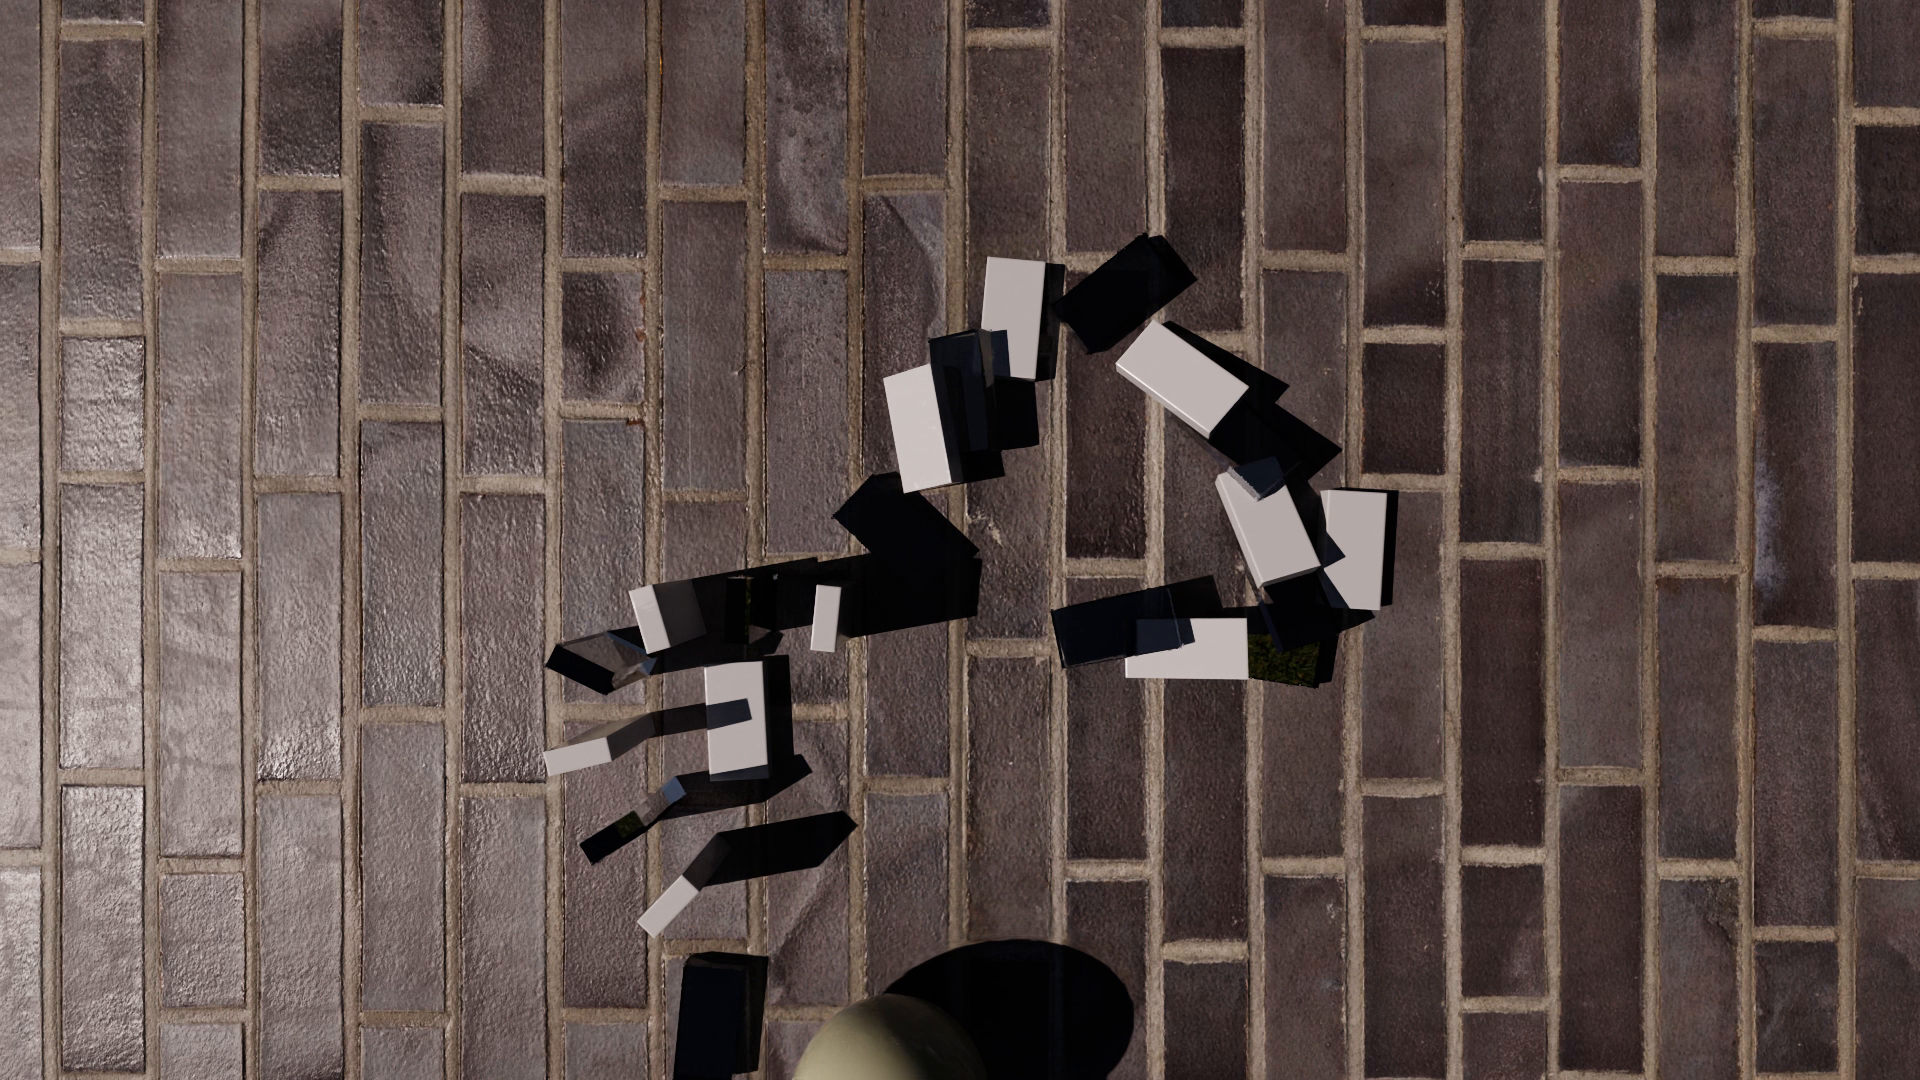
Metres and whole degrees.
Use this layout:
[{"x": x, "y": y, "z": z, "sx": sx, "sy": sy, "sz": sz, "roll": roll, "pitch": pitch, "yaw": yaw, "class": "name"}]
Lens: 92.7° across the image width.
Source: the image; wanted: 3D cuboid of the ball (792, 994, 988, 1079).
[{"x": -0.027, "y": 0.223, "z": 0.360, "sx": 0.080, "sy": 0.080, "sz": 0.080, "roll": 0, "pitch": 90, "yaw": 0, "class": "ball"}]

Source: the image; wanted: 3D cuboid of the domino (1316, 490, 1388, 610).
[{"x": 0.168, "y": 0.004, "z": 0.395, "sx": 0.025, "sy": 0.009, "sz": 0.050, "roll": 3, "pitch": 90, "yaw": 0, "class": "domino"}]

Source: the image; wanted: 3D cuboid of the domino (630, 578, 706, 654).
[{"x": -0.118, "y": 0.030, "z": 0.375, "sx": 0.009, "sy": 0.050, "sz": 0.025, "roll": -16, "pitch": 90, "yaw": 0, "class": "domino"}]

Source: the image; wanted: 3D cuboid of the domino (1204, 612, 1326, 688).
[{"x": 0.130, "y": 0.047, "z": 0.395, "sx": 0.050, "sy": 0.010, "sz": 0.025, "roll": 9, "pitch": 90, "yaw": 0, "class": "domino"}]

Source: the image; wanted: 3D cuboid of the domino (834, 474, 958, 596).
[{"x": -0.028, "y": -0.002, "z": 0.395, "sx": 0.050, "sy": 0.010, "sz": 0.025, "roll": 43, "pitch": 90, "yaw": 0, "class": "domino"}]

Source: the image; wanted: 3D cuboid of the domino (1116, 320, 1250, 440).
[{"x": 0.094, "y": -0.068, "z": 0.388, "sx": 0.050, "sy": 0.010, "sz": 0.025, "roll": 41, "pitch": 90, "yaw": 17, "class": "domino"}]

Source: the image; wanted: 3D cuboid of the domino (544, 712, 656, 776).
[{"x": -0.146, "y": 0.083, "z": 0.375, "sx": 0.025, "sy": 0.050, "sz": 0.009, "roll": -14, "pitch": 90, "yaw": 0, "class": "domino"}]

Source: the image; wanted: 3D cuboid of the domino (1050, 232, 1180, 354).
[{"x": 0.067, "y": -0.106, "z": 0.395, "sx": 0.050, "sy": 0.010, "sz": 0.025, "roll": -38, "pitch": 90, "yaw": 0, "class": "domino"}]

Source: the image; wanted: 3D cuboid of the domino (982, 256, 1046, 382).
[{"x": 0.022, "y": -0.095, "z": 0.395, "sx": 0.025, "sy": 0.010, "sz": 0.050, "roll": 5, "pitch": 90, "yaw": 0, "class": "domino"}]

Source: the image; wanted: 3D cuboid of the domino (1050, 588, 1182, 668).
[{"x": 0.066, "y": 0.037, "z": 0.387, "sx": 0.050, "sy": 0.010, "sz": 0.025, "roll": -13, "pitch": 85, "yaw": 17, "class": "domino"}]

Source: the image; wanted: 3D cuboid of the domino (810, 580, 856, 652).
[{"x": -0.051, "y": 0.030, "z": 0.375, "sx": 0.010, "sy": 0.050, "sz": 0.025, "roll": 6, "pitch": 90, "yaw": 0, "class": "domino"}]

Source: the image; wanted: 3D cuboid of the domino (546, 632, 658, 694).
[{"x": -0.145, "y": 0.050, "z": 0.375, "sx": 0.025, "sy": 0.050, "sz": 0.009, "roll": 26, "pitch": 90, "yaw": 0, "class": "domino"}]

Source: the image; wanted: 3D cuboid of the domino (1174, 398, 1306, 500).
[{"x": 0.118, "y": -0.044, "z": 0.388, "sx": 0.025, "sy": 0.010, "sz": 0.050, "roll": -42, "pitch": 73, "yaw": 0, "class": "domino"}]

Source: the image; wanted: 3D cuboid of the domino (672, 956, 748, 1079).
[{"x": -0.108, "y": 0.207, "z": 0.395, "sx": 0.025, "sy": 0.009, "sz": 0.050, "roll": 5, "pitch": 90, "yaw": 0, "class": "domino"}]

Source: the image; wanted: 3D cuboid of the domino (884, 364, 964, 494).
[{"x": -0.016, "y": -0.047, "z": 0.389, "sx": 0.025, "sy": 0.009, "sz": 0.050, "roll": -10, "pitch": 90, "yaw": 33, "class": "domino"}]

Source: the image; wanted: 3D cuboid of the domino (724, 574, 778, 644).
[{"x": -0.085, "y": 0.027, "z": 0.375, "sx": 0.010, "sy": 0.050, "sz": 0.025, "roll": 2, "pitch": 90, "yaw": 0, "class": "domino"}]

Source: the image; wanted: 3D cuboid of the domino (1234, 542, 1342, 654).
[{"x": 0.139, "y": 0.020, "z": 0.389, "sx": 0.025, "sy": 0.010, "sz": 0.050, "roll": -18, "pitch": 74, "yaw": 0, "class": "domino"}]

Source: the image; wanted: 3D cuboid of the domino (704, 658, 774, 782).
[{"x": -0.095, "y": 0.077, "z": 0.395, "sx": 0.025, "sy": 0.009, "sz": 0.050, "roll": -3, "pitch": 90, "yaw": 0, "class": "domino"}]

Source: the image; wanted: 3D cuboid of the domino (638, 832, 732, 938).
[{"x": -0.111, "y": 0.140, "z": 0.375, "sx": 0.010, "sy": 0.050, "sz": 0.025, "roll": 44, "pitch": 90, "yaw": 0, "class": "domino"}]

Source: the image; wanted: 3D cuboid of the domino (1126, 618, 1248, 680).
[{"x": 0.096, "y": 0.046, "z": 0.388, "sx": 0.050, "sy": 0.010, "sz": 0.025, "roll": -2, "pitch": 88, "yaw": 16, "class": "domino"}]

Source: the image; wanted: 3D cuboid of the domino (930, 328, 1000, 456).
[{"x": 0.002, "y": -0.062, "z": 0.389, "sx": 0.025, "sy": 0.009, "sz": 0.050, "roll": -5, "pitch": 90, "yaw": 34, "class": "domino"}]

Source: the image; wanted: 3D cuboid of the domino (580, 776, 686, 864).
[{"x": -0.132, "y": 0.114, "z": 0.375, "sx": 0.025, "sy": 0.050, "sz": 0.009, "roll": -32, "pitch": 90, "yaw": 0, "class": "domino"}]

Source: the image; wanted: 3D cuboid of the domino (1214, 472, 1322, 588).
[{"x": 0.129, "y": -0.007, "z": 0.387, "sx": 0.025, "sy": 0.009, "sz": 0.050, "roll": -17, "pitch": 70, "yaw": 0, "class": "domino"}]
